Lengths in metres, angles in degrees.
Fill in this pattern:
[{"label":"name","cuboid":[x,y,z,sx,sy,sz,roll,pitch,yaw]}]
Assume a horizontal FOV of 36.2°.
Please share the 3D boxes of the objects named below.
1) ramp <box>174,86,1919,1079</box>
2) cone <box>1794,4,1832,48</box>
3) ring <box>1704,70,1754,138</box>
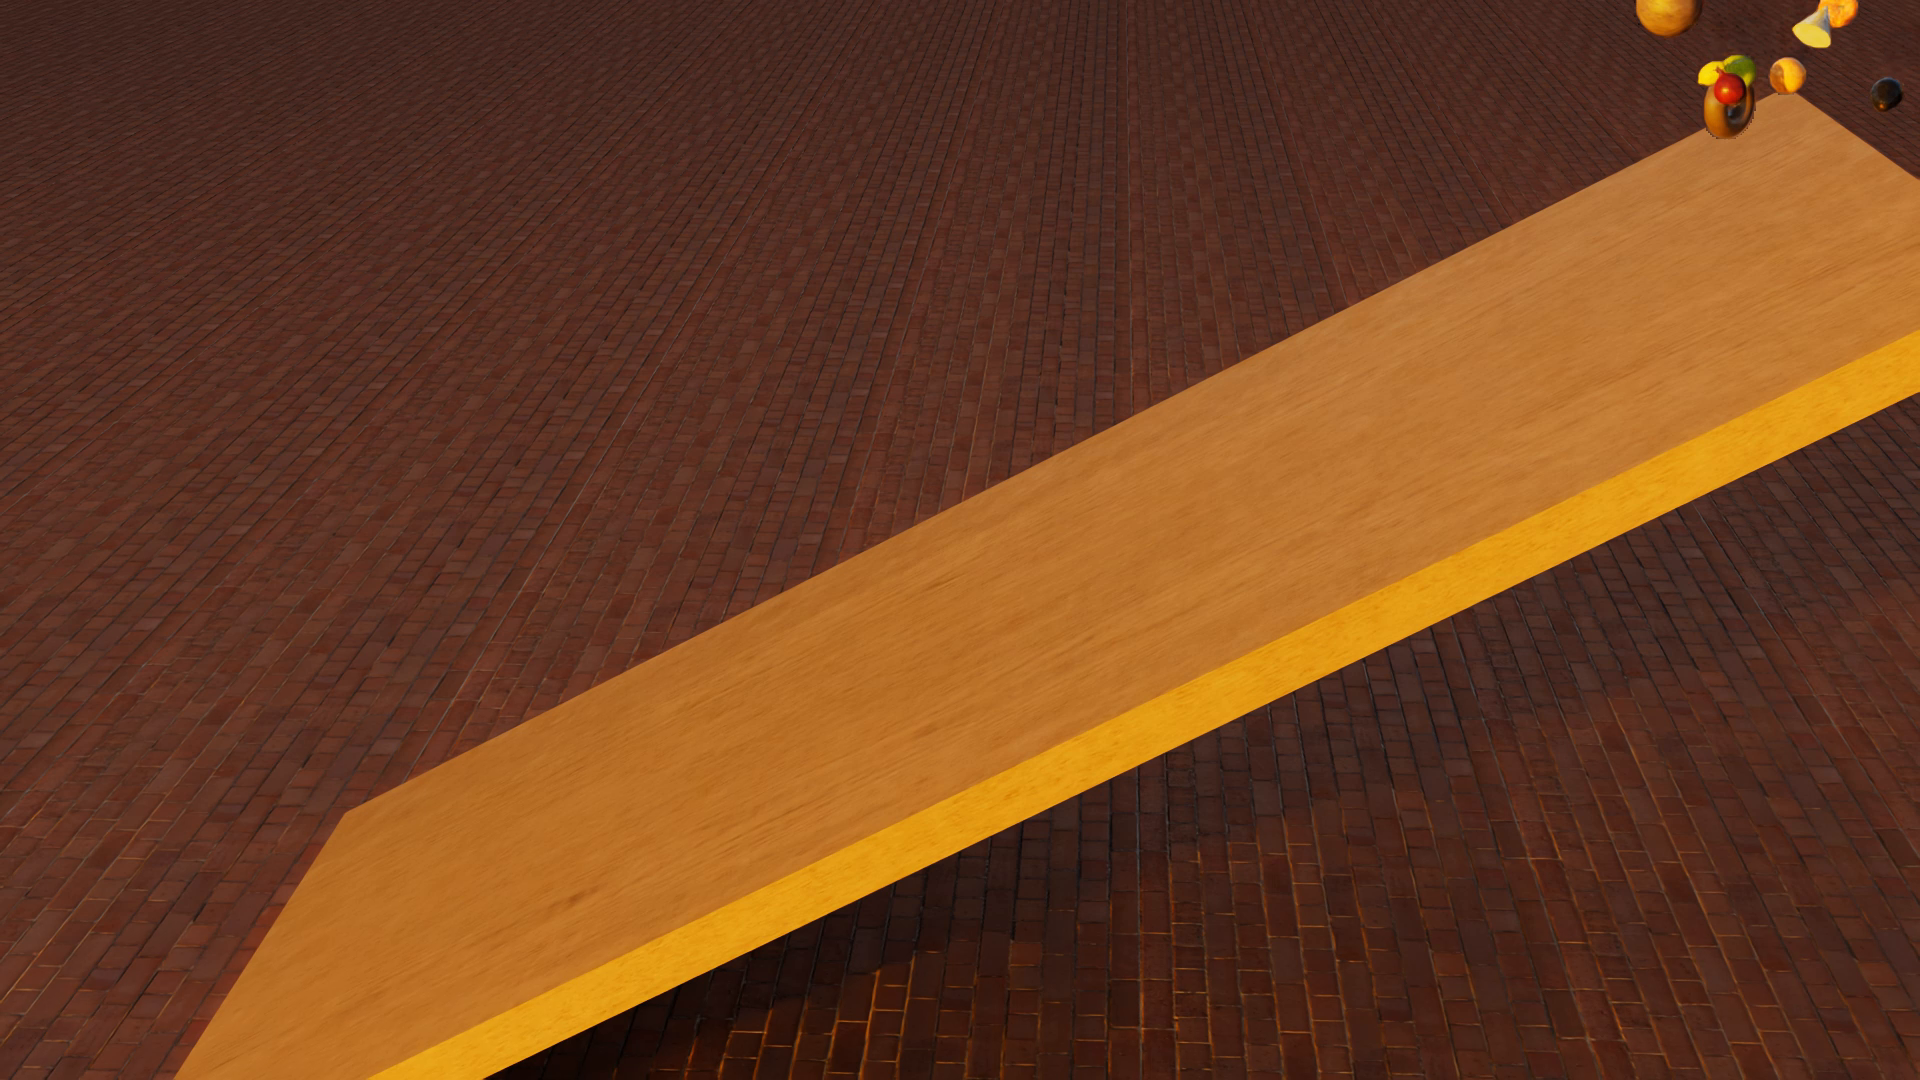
[{"label":"ramp","cuboid":[0.141,0.167,6.282,4.000,0.100,2.000,-27,14,11]},{"label":"cone","cuboid":[1.676,-1.014,5.731,0.078,0.078,0.078,28,-13,7]},{"label":"ring","cuboid":[1.538,-0.872,5.881,0.137,0.137,0.046,-14,22,-38]}]
